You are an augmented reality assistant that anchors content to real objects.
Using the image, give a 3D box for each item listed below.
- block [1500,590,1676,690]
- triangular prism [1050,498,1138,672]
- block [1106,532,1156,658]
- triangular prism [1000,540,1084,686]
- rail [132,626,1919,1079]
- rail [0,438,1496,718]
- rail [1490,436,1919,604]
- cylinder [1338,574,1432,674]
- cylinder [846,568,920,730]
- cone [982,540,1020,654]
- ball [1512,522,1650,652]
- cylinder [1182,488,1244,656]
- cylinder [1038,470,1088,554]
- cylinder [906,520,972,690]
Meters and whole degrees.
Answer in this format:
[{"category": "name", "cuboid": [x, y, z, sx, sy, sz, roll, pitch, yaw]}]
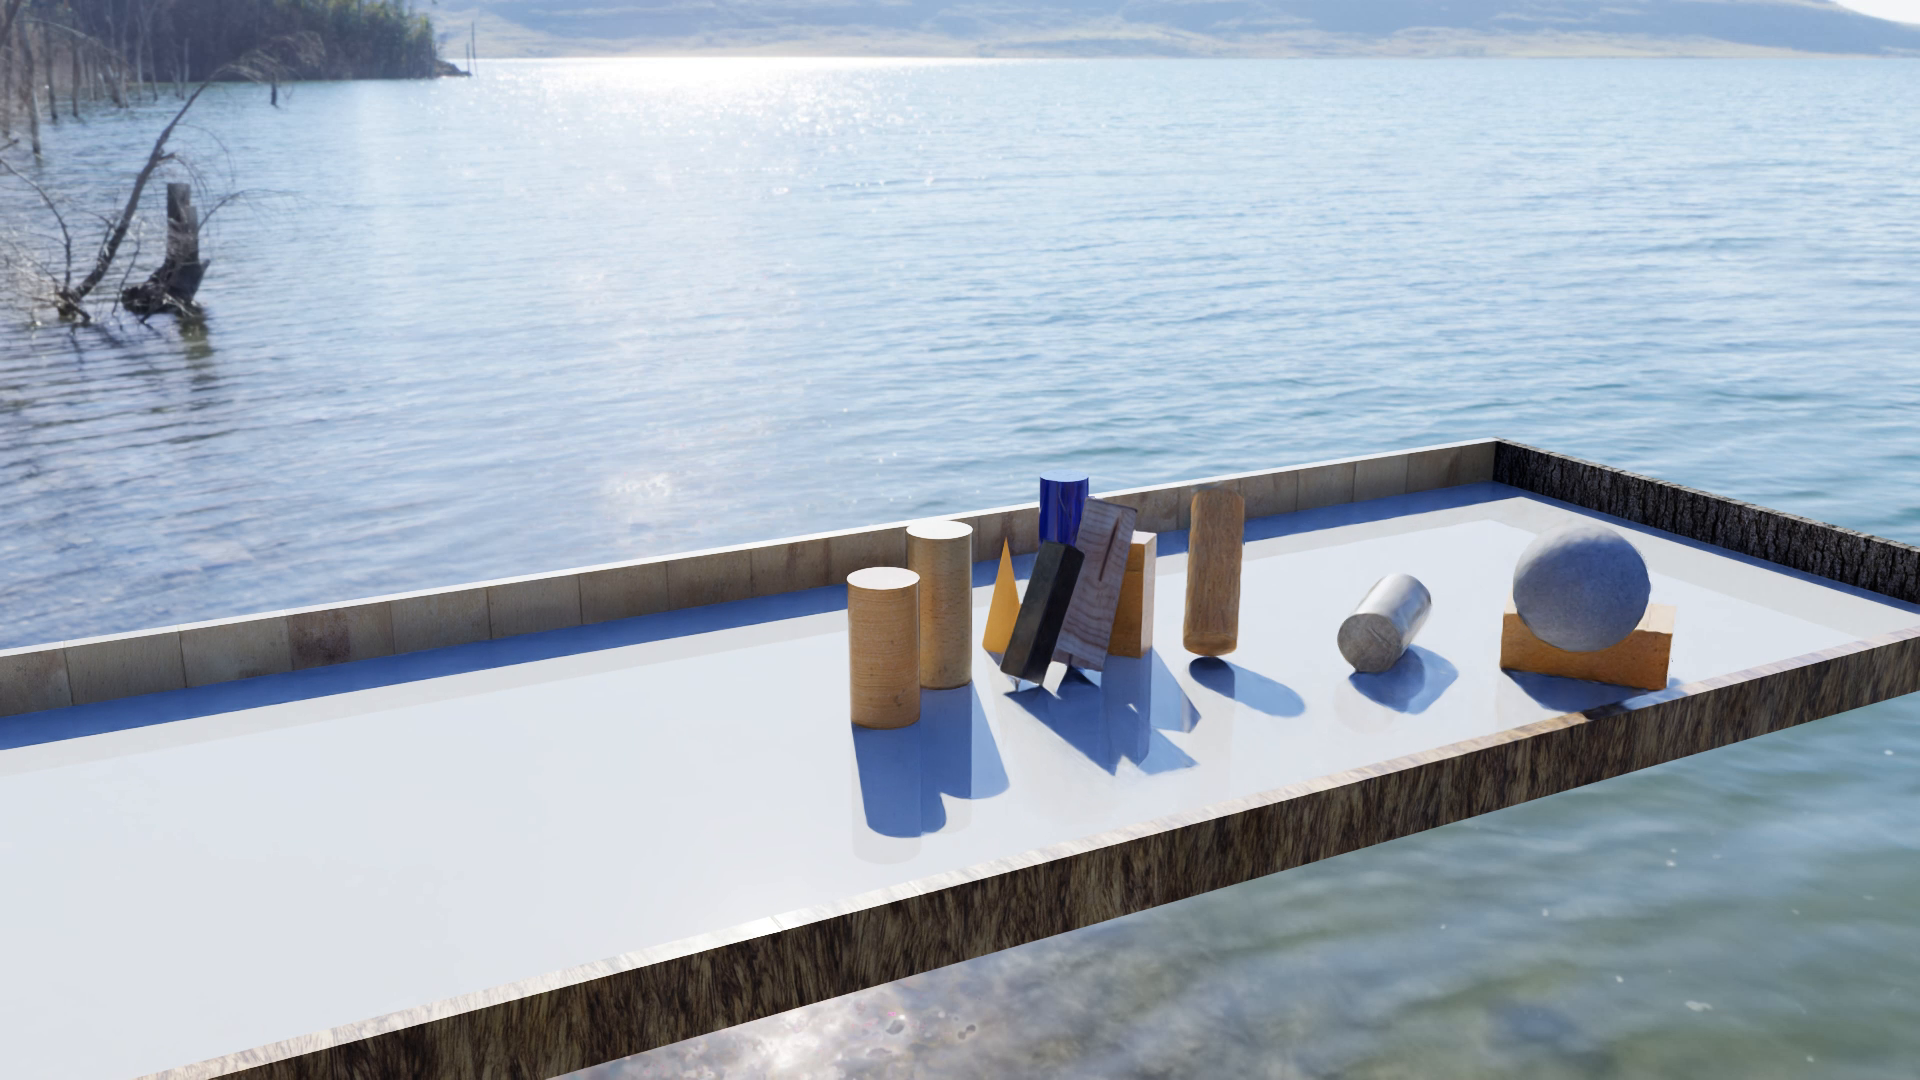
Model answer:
[{"category": "block", "cuboid": [1.590, 0.246, 4.183, 0.395, 0.158, 0.158, 7, 27, 24]}, {"category": "triangular prism", "cuboid": [0.334, 0.115, 4.207, 0.135, 0.421, 0.117, 13, -4, -4]}, {"category": "block", "cuboid": [0.443, 0.140, 4.325, 0.107, 0.311, 0.107, 7, 17, 22]}, {"category": "triangular prism", "cuboid": [0.195, 0.176, 4.107, 0.095, 0.348, 0.110, 16, -5, 30]}, {"category": "rail", "cuboid": [-2.336, 1.006, 1.665, 12.000, 0.150, 0.050, -9, 18, -27]}, {"category": "rail", "cuboid": [-3.305, 0.497, 3.399, 12.000, 0.150, 0.050, -9, 18, -27]}, {"category": "rail", "cuboid": [2.466, -0.048, 5.253, 0.050, 0.150, 2.100, -9, 18, -27]}, {"category": "cylinder", "cuboid": [1.109, 0.214, 4.298, 0.165, 0.165, 0.304, 9, 22, 28]}, {"category": "cylinder", "cuboid": [-0.178, 0.254, 3.877, 0.168, 0.346, 0.168, 0, 16, 0]}, {"category": "cone", "cuboid": [0.120, 0.135, 4.358, 0.125, 0.302, 0.125, 0, 16, 0]}, {"category": "ball", "cuboid": [1.440, 0.111, 3.831, 0.301, 0.301, 0.301, 0, 16, 0]}, {"category": "cylinder", "cuboid": [0.672, 0.083, 4.364, 0.142, 0.142, 0.433, 3, 60, 10]}, {"category": "cylinder", "cuboid": [0.287, 0.013, 4.602, 0.136, 0.399, 0.136, 0, 16, 0]}, {"category": "cylinder", "cuboid": [-0.050, 0.162, 4.109, 0.162, 0.391, 0.162, 0, 16, 0]}]
